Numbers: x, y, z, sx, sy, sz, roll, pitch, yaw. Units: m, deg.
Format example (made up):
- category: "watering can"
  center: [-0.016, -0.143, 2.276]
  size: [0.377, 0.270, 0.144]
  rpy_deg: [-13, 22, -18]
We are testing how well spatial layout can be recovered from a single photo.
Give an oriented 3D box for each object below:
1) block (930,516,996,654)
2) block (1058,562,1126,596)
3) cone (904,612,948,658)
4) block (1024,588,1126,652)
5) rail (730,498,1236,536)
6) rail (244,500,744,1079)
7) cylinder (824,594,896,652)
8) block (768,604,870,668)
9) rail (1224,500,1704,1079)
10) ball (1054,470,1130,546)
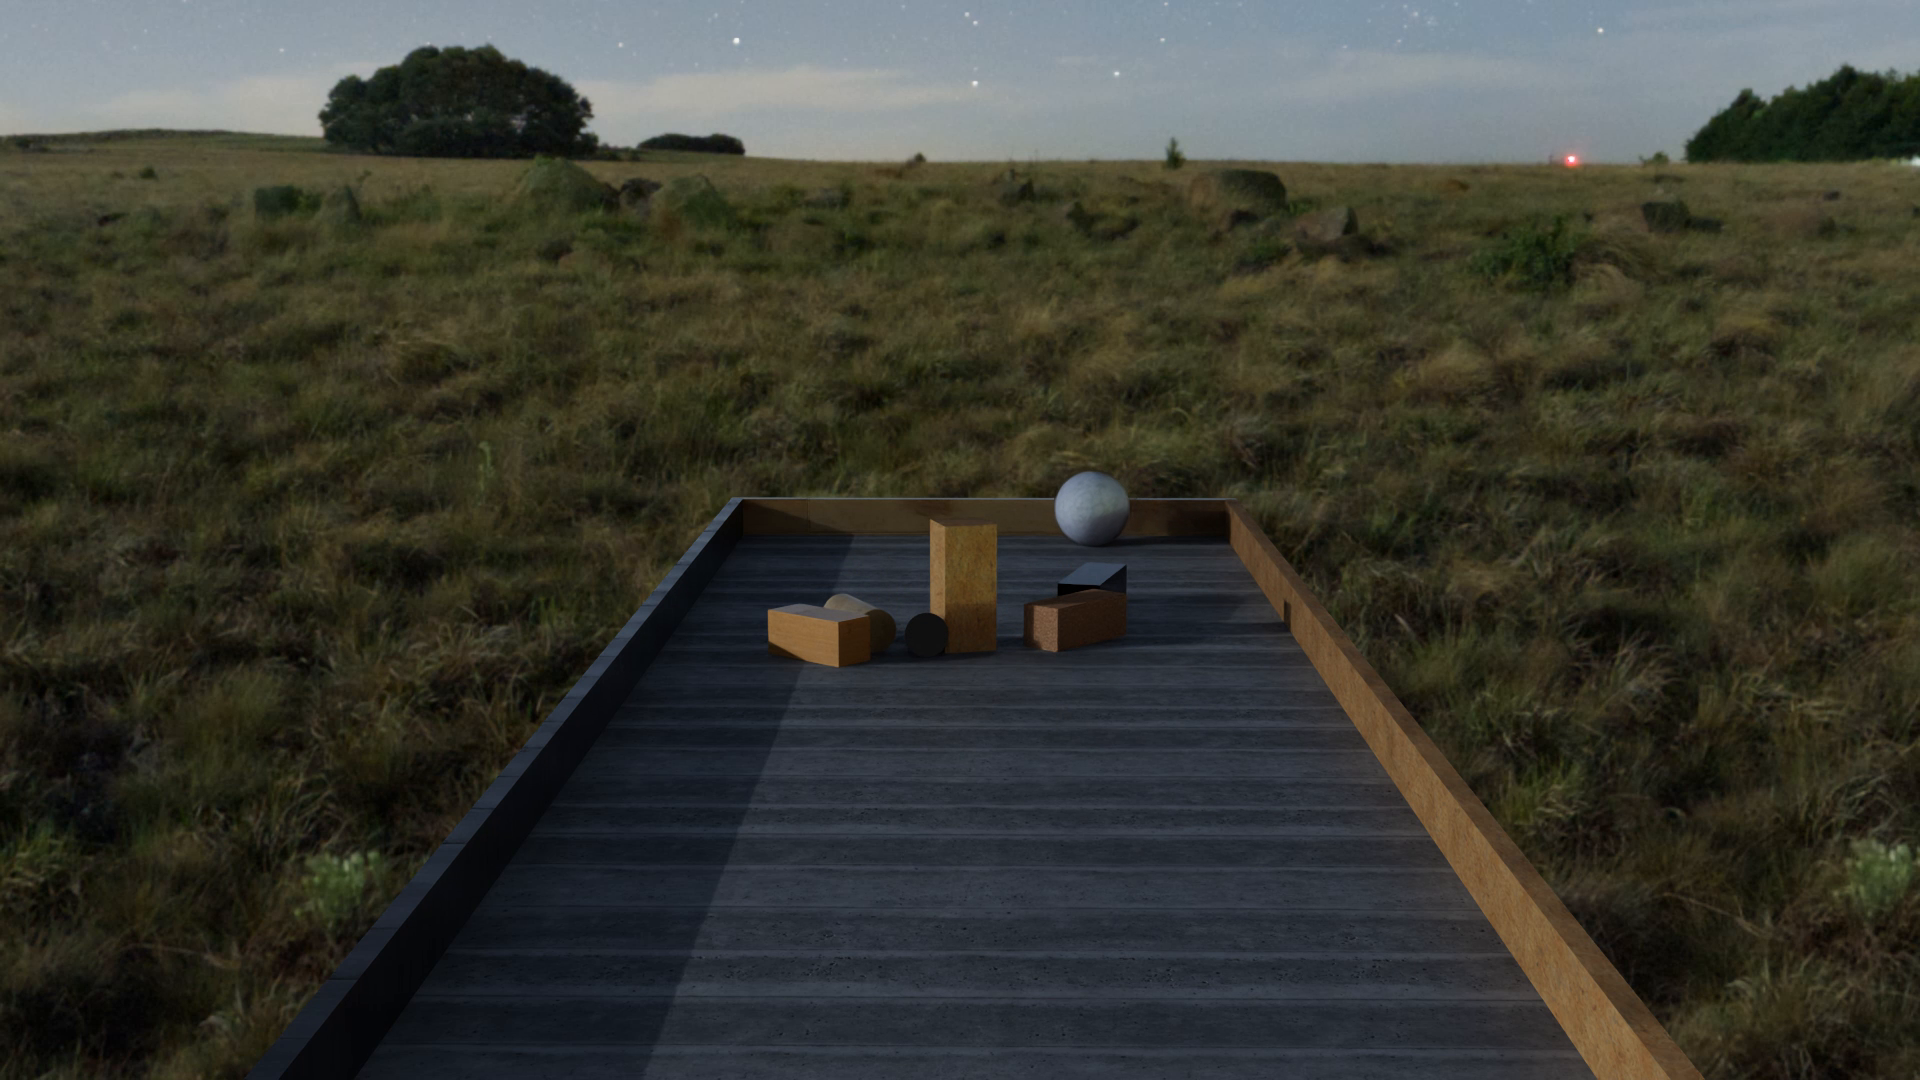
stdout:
- category: "block"
  center: [0.010, 0.139, 6.865]
  size: [0.167, 0.396, 0.167]
  rpy_deg: [-3, 10, -17]
- category: "block"
  center: [0.447, 0.182, 7.408]
  size: [0.141, 0.141, 0.431]
  rpy_deg: [3, 9, 16]
- category: "cone"
  center: [-0.136, 0.294, 6.938]
  size: [0.136, 0.136, 0.402]
  rpy_deg: [-2, -1, -10]
- category: "block"
  center: [0.367, 0.253, 6.981]
  size: [0.136, 0.136, 0.354]
  rpy_deg: [8, 12, 41]
- category: "rail"
  center: [0.099, -0.098, 9.147]
  size: [2.100, 0.150, 0.050]
  rpy_deg: [0, 9, 1]
- category: "rail"
  center: [-1.004, 0.839, 3.234]
  size: [0.050, 0.150, 12.000]
  rpy_deg: [0, 9, 1]
- category: "cylinder"
  center: [-0.320, 0.260, 6.939]
  size: [0.134, 0.134, 0.303]
  rpy_deg: [-4, 10, -23]
- category: "block"
  center: [-0.432, 0.290, 6.736]
  size: [0.302, 0.138, 0.138]
  rpy_deg: [8, 12, 41]
- category: "rail"
  center: [1.046, 0.843, 3.208]
  size: [0.050, 0.150, 12.000]
  rpy_deg: [0, 9, 1]
- category: "ball"
  center: [0.533, -0.128, 8.842]
  size: [0.304, 0.304, 0.304]
  rpy_deg: [0, 9, 0]
